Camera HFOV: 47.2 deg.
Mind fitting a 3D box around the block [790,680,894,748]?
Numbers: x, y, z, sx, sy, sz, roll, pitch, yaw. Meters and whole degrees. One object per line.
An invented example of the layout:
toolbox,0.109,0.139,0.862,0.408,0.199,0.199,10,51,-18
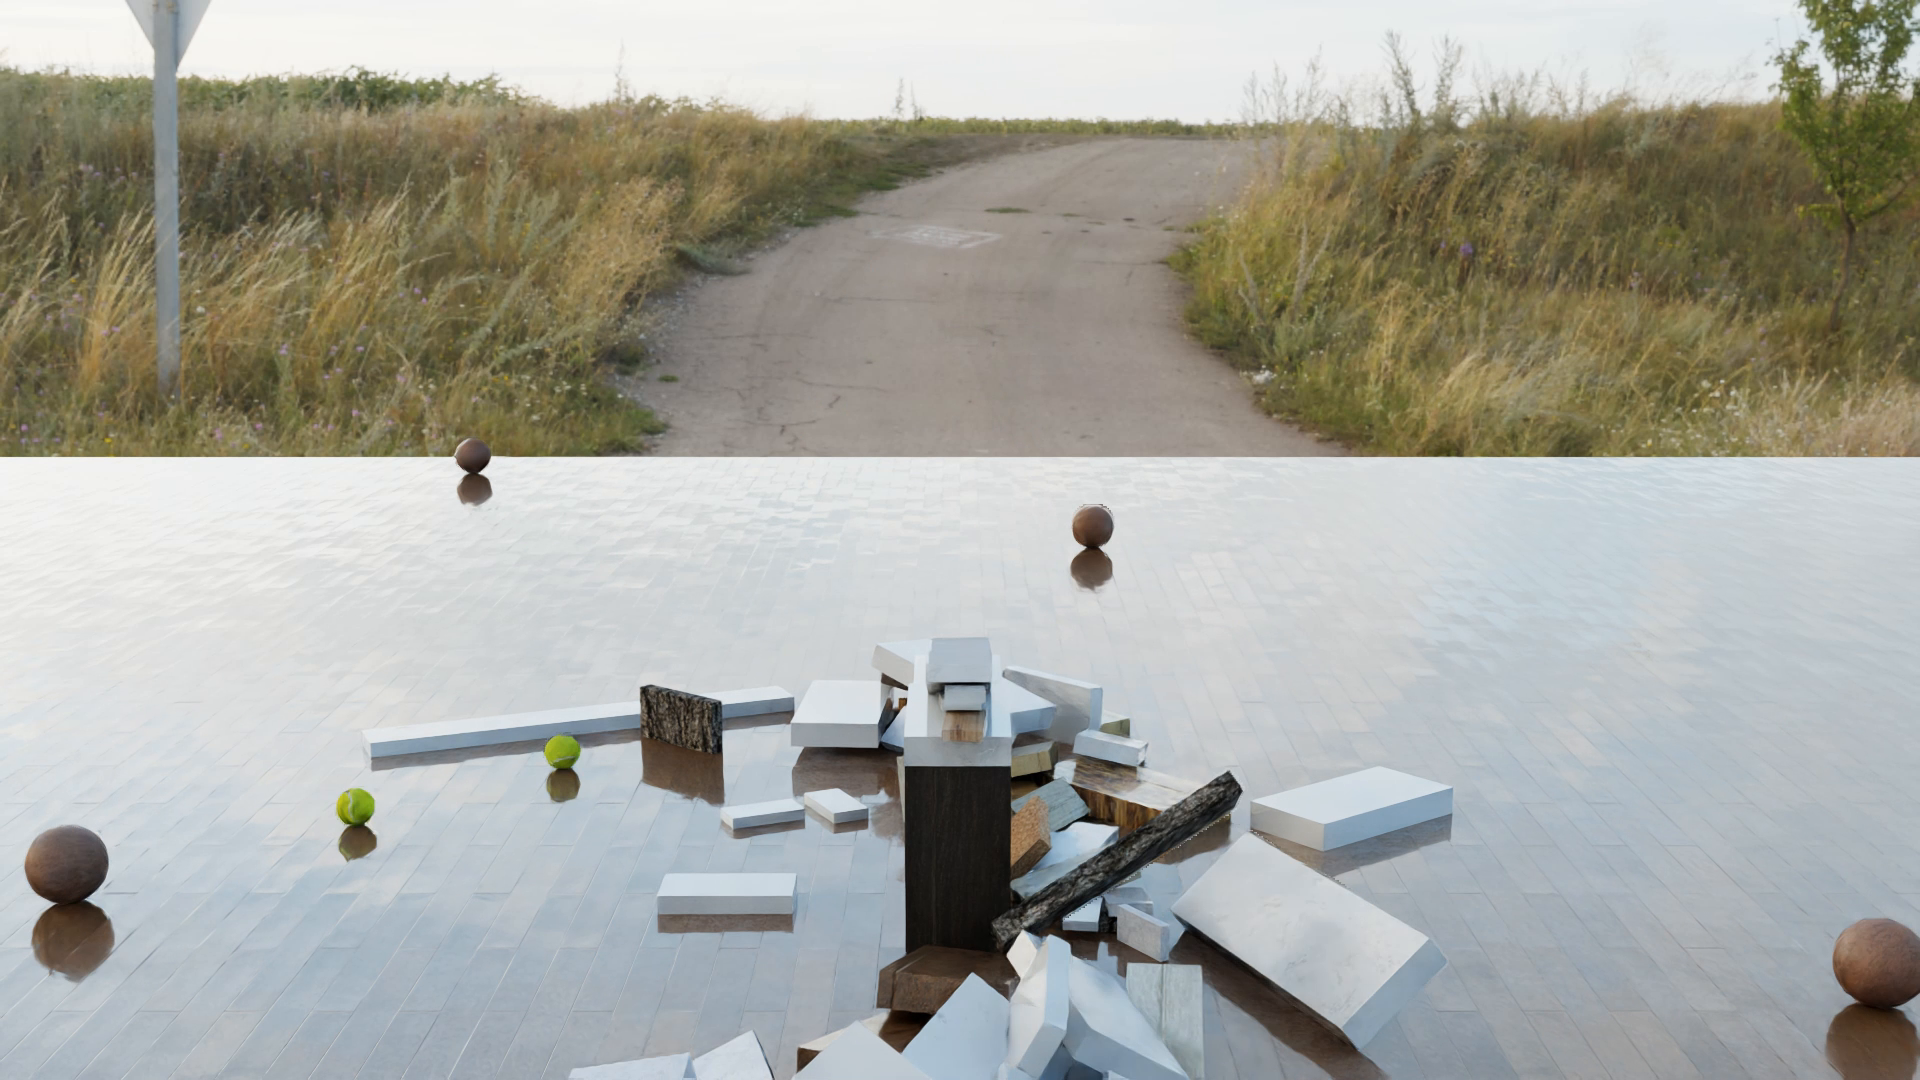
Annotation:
block,-0.243,0.362,4.614,0.176,0.050,0.353,1,10,4

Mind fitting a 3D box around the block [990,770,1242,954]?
block,0.231,0.481,3.269,0.418,0.036,0.126,-31,-17,-10

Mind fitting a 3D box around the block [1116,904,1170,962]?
block,0.284,0.609,3.413,0.016,0.056,0.112,-7,12,-31

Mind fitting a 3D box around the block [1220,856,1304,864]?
block,0.513,0.564,3.752,0.143,0.020,0.072,3,11,14

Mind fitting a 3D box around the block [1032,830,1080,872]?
block,0.163,0.547,3.754,0.084,0.024,0.168,-3,19,1

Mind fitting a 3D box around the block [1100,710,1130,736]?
block,0.253,0.382,4.708,0.107,0.030,0.214,-8,13,-36

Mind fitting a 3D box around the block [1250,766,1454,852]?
block,0.724,0.493,4.056,0.355,0.050,0.178,-8,13,-38

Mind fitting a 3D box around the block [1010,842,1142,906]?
block,0.187,0.560,3.621,0.199,0.028,0.099,-18,18,-19

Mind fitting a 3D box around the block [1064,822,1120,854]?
block,0.216,0.538,3.885,0.084,0.024,0.168,4,11,21

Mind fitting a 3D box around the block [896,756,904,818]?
block,-0.065,0.451,3.977,0.084,0.024,0.167,-11,38,2

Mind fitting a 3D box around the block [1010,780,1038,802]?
block,0.117,0.479,4.099,0.070,0.020,0.140,-2,11,-9

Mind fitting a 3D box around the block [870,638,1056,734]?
block,0.006,0.300,4.528,0.353,0.050,0.176,26,17,34

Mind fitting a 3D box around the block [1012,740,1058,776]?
block,0.120,0.426,4.249,0.126,0.036,0.252,-11,-2,5

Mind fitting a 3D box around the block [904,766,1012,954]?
block,-0.003,0.485,3.357,0.160,0.320,0.045,0,10,0

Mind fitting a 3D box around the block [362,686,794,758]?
block,-0.802,0.384,4.695,0.913,0.030,0.107,-5,12,-24

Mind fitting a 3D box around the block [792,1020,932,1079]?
block,-0.064,0.682,2.457,0.156,0.044,0.312,-38,47,-26

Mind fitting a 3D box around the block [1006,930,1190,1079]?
block,0.179,0.633,2.933,0.156,0.044,0.348,30,3,-16

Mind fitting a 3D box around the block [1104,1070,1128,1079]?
block,0.237,0.738,2.573,0.156,0.044,0.312,27,10,-3

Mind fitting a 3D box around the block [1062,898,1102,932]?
block,0.196,0.596,3.507,0.056,0.016,0.113,1,11,7

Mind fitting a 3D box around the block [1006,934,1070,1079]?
block,0.098,0.599,2.777,0.031,0.110,0.220,27,18,-5

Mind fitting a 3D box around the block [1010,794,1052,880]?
block,0.112,0.514,3.781,0.027,0.095,0.190,41,12,-11

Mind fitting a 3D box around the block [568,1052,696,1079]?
block,-0.413,0.724,2.609,0.152,0.043,0.304,-9,20,6

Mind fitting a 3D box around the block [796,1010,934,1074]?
block,-0.048,0.673,2.913,0.176,0.050,0.352,3,2,27

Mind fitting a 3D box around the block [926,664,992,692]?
block,-0.002,0.216,3.427,0.099,0.028,0.199,0,-9,0

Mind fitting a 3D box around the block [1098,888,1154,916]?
block,0.268,0.587,3.569,0.072,0.020,0.143,-1,1,-3

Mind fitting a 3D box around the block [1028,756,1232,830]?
block,0.315,0.478,4.132,0.178,0.050,0.355,-10,14,-42

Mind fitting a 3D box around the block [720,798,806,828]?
block,-0.365,0.506,4.067,0.140,0.020,0.070,-5,12,-25

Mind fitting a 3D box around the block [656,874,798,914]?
block,-0.382,0.583,3.624,0.220,0.031,0.110,0,11,0

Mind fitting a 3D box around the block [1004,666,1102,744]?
block,0.191,0.350,4.614,0.036,0.126,0.252,-6,12,-44

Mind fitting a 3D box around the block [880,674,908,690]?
block,-0.081,0.298,4.815,0.176,0.050,0.361,16,1,-2

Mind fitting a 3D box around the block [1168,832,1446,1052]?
block,0.505,0.587,3.277,0.178,0.050,0.510,-43,22,-10

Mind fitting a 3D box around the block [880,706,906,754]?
block,-0.072,0.397,4.474,0.186,0.026,0.093,10,56,47

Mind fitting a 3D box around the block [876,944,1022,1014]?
block,0.005,0.621,3.093,0.176,0.050,0.352,5,-4,10

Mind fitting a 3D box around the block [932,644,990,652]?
block,0.000,0.198,3.651,0.095,0.027,0.190,0,-11,-1

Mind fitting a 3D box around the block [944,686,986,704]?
block,0.007,0.232,3.319,0.061,0.017,0.121,0,1,0

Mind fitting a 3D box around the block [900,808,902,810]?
block,-0.087,0.456,4.186,0.021,0.074,0.148,5,11,8

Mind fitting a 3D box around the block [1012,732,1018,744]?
block,0.024,0.345,4.290,0.167,0.024,0.084,29,-3,-24

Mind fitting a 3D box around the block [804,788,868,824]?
block,-0.232,0.497,4.116,0.070,0.020,0.140,-5,12,-26

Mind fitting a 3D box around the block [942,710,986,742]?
block,0.007,0.278,3.300,0.061,0.017,0.122,1,11,3

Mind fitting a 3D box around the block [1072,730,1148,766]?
block,0.299,0.409,4.335,0.126,0.036,0.252,12,-1,9

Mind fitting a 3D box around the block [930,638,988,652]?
block,-0.002,0.184,3.785,0.095,0.027,0.190,0,-4,-2

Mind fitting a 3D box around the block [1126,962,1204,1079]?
block,0.281,0.691,3.042,0.110,0.031,0.482,1,11,6

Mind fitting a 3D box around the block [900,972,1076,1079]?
block,0.019,0.667,2.725,0.176,0.050,0.352,38,17,9

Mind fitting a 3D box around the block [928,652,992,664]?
block,0.002,0.209,3.560,0.099,0.028,0.224,0,-11,1

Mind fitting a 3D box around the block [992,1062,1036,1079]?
block,0.110,0.724,2.562,0.134,0.038,0.267,31,13,-14

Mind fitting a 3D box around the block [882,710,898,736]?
block,-0.194,0.395,4.646,0.093,0.026,0.186,3,11,14

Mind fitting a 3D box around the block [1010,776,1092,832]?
block,0.157,0.492,3.989,0.084,0.024,0.203,50,30,14

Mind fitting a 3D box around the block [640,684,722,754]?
block,-0.578,0.371,4.557,0.214,0.107,0.030,9,14,39

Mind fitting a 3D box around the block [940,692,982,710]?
block,0.000,0.249,3.397,0.061,0.017,0.121,1,1,-2

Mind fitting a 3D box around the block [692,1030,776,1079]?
block,-0.250,0.731,2.575,0.134,0.038,0.505,-26,19,-8

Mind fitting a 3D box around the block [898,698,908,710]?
block,-0.044,0.360,4.753,0.090,0.025,0.179,0,1,-38

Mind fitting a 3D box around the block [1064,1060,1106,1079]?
block,0.155,0.721,2.907,0.072,0.020,0.144,4,11,22

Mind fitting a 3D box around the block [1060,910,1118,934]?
block,0.220,0.610,3.517,0.112,0.016,0.056,2,11,11

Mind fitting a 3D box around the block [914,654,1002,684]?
block,-0.004,0.251,3.740,0.149,0.042,0.299,0,11,0

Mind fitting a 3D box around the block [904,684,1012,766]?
block,-0.003,0.285,3.429,0.160,0.045,0.320,0,10,0
